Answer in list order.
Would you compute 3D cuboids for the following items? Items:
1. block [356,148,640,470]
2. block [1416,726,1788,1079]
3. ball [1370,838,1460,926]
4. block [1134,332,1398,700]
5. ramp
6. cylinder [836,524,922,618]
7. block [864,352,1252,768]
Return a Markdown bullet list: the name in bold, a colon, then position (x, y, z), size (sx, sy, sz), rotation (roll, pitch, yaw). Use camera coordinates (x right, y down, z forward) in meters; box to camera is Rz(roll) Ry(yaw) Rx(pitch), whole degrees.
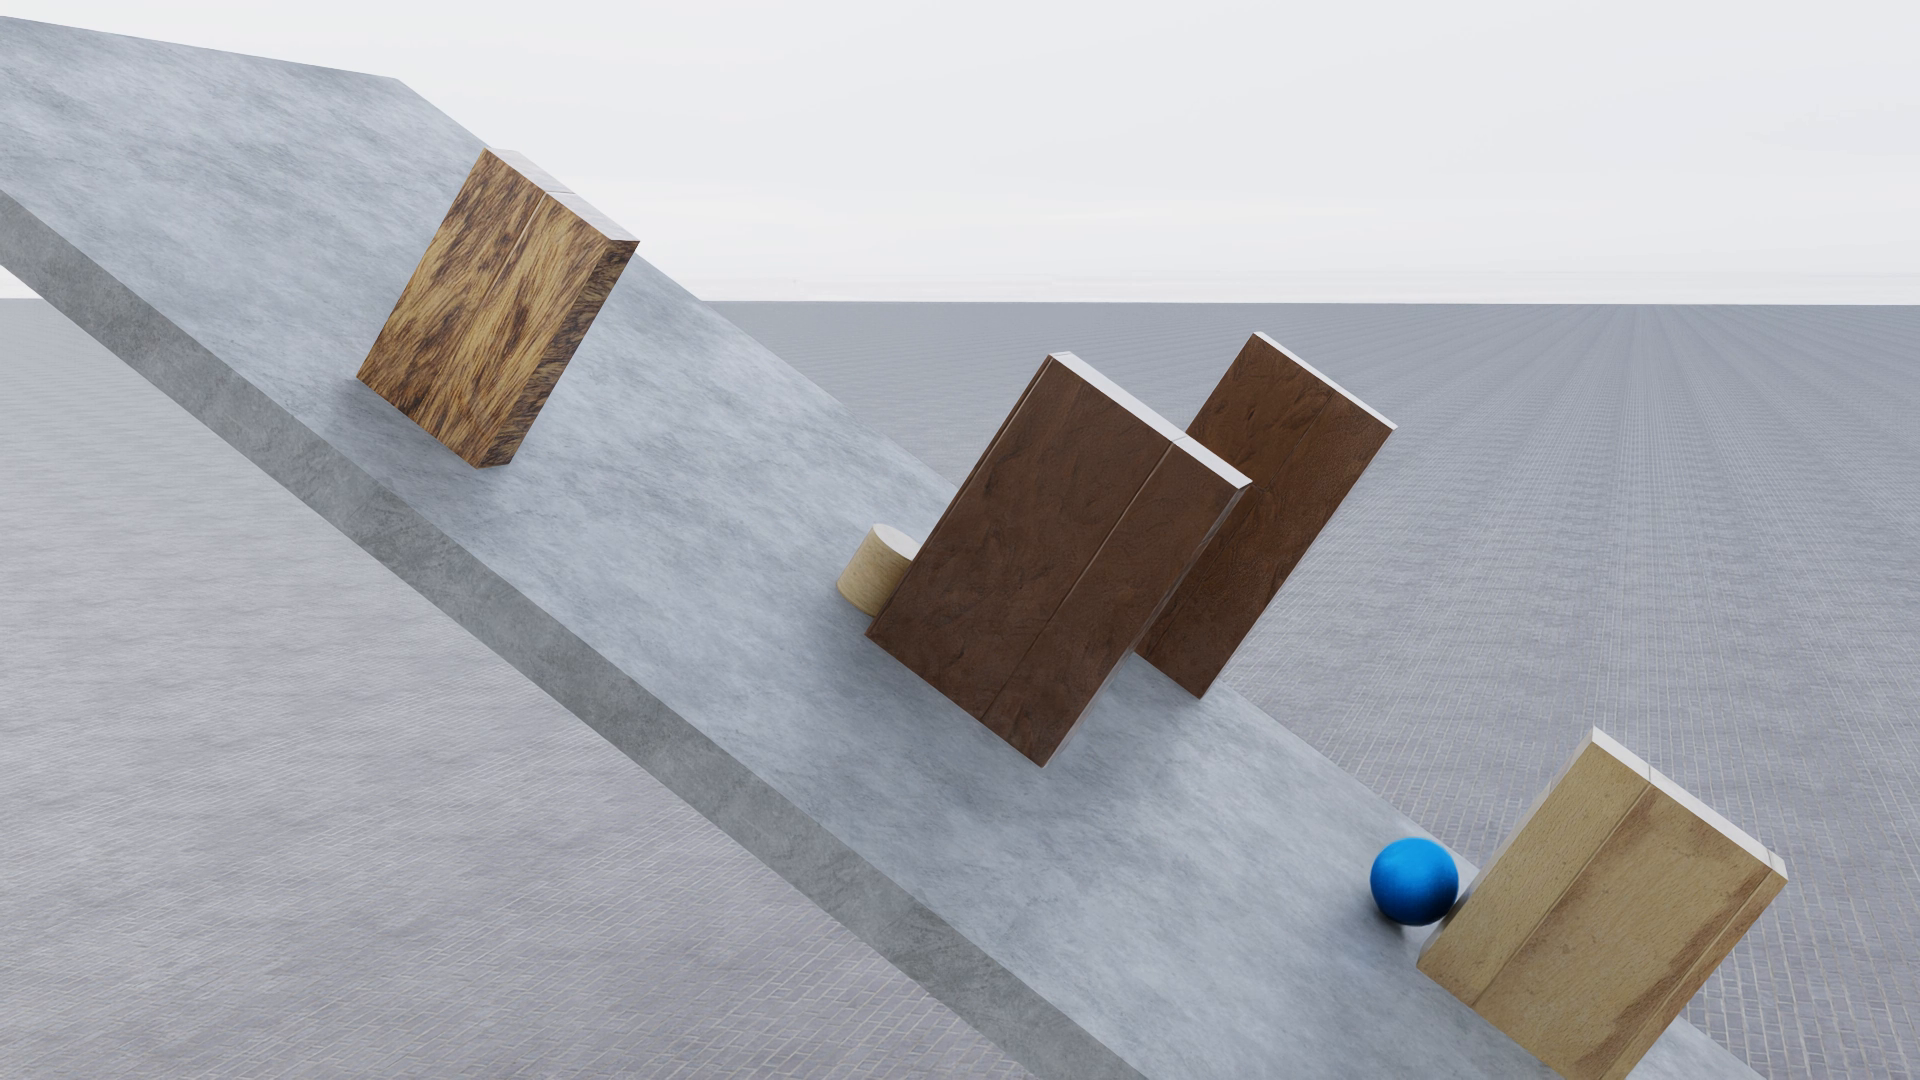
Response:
- **block**: position (-0.739, -0.368, 3.511), size (0.258, 0.435, 0.106), rotation (36, 15, 10)
- **block**: position (1.154, 0.677, 3.980), size (0.404, 0.530, 0.142), rotation (36, 15, 10)
- **ball**: position (0.861, 0.649, 4.165), size (0.166, 0.166, 0.166), rotation (0, 7, 0)
- **block**: position (0.578, -0.051, 4.702), size (0.353, 0.708, 0.103), rotation (36, 15, 10)
- **ramp**: position (-0.112, 0.192, 4.092), size (4.000, 0.100, 2.000), rotation (36, 15, 10)
- **cylinder**: position (-0.137, 0.060, 4.007), size (0.129, 0.129, 0.129), rotation (31, 15, -10)
- **block**: position (0.167, 0.033, 3.818), size (0.392, 0.597, 0.141), rotation (36, 15, 10)
